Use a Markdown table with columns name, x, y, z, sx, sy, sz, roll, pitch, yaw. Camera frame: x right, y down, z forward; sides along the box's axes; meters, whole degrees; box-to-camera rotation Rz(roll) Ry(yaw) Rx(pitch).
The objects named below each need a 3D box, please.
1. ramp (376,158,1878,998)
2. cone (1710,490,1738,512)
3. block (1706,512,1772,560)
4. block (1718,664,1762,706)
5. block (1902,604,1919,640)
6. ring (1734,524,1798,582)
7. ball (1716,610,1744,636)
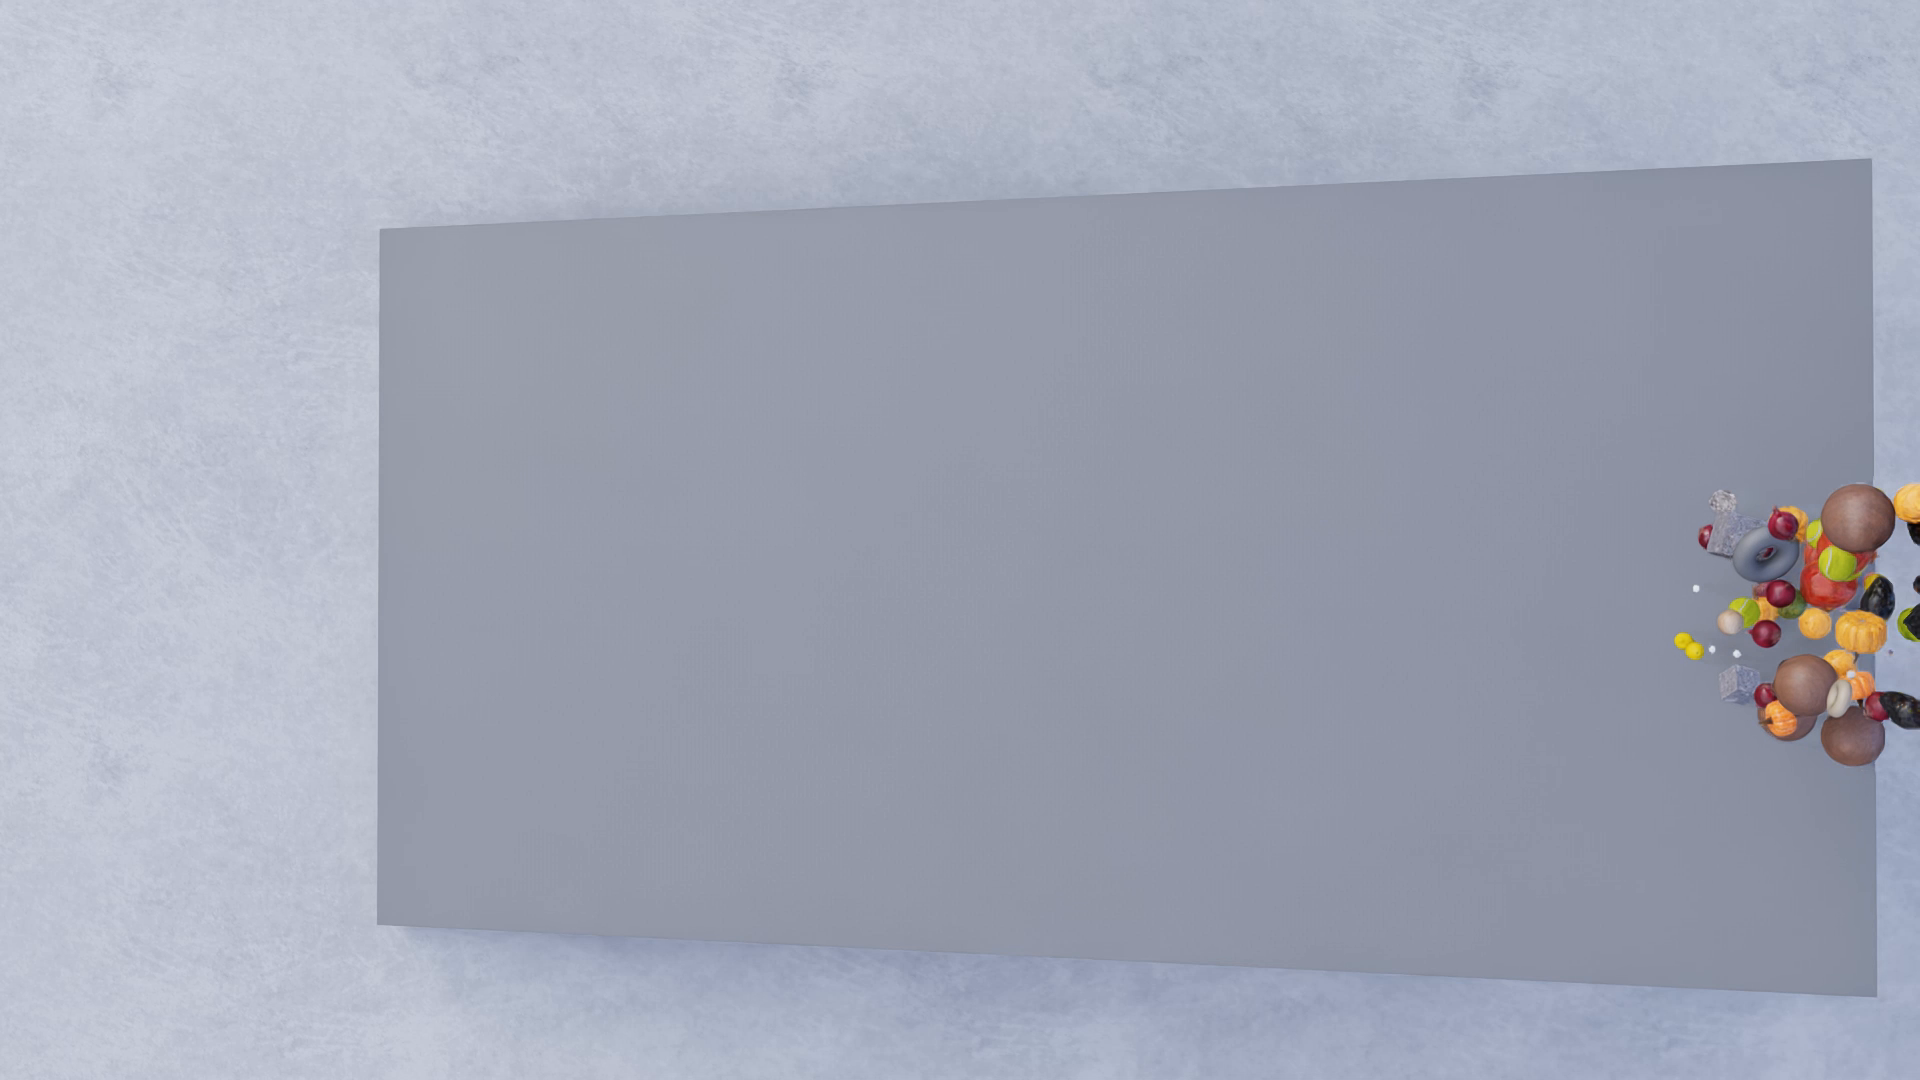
| name | x | y | z | sx | sy | sz | roll | pitch | yaw |
| --- | --- | --- | --- | --- | --- | --- | --- | --- | --- |
| ramp | 0.268 | 0.096 | 5.829 | 4.000 | 0.100 | 2.000 | 0 | 89 | 16 |
| cone | 1.679 | -0.070 | 4.839 | 0.059 | 0.059 | 0.059 | -7 | 63 | 13 |
| block | 1.674 | -0.005 | 4.726 | 0.091 | 0.091 | 0.091 | 16 | 90 | 0 |
| block | 1.867 | 0.347 | 5.263 | 0.066 | 0.066 | 0.066 | 13 | 60 | -14 |
| block | 1.687 | 0.134 | 3.772 | 0.076 | 0.076 | 0.076 | -37 | 80 | -26 |
| ring | 1.696 | 0.029 | 4.628 | 0.141 | 0.047 | 0.141 | -3 | 125 | -4 |
| ball | 1.671 | 0.179 | 4.769 | 0.056 | 0.056 | 0.056 | 0 | 89 | 0 |
